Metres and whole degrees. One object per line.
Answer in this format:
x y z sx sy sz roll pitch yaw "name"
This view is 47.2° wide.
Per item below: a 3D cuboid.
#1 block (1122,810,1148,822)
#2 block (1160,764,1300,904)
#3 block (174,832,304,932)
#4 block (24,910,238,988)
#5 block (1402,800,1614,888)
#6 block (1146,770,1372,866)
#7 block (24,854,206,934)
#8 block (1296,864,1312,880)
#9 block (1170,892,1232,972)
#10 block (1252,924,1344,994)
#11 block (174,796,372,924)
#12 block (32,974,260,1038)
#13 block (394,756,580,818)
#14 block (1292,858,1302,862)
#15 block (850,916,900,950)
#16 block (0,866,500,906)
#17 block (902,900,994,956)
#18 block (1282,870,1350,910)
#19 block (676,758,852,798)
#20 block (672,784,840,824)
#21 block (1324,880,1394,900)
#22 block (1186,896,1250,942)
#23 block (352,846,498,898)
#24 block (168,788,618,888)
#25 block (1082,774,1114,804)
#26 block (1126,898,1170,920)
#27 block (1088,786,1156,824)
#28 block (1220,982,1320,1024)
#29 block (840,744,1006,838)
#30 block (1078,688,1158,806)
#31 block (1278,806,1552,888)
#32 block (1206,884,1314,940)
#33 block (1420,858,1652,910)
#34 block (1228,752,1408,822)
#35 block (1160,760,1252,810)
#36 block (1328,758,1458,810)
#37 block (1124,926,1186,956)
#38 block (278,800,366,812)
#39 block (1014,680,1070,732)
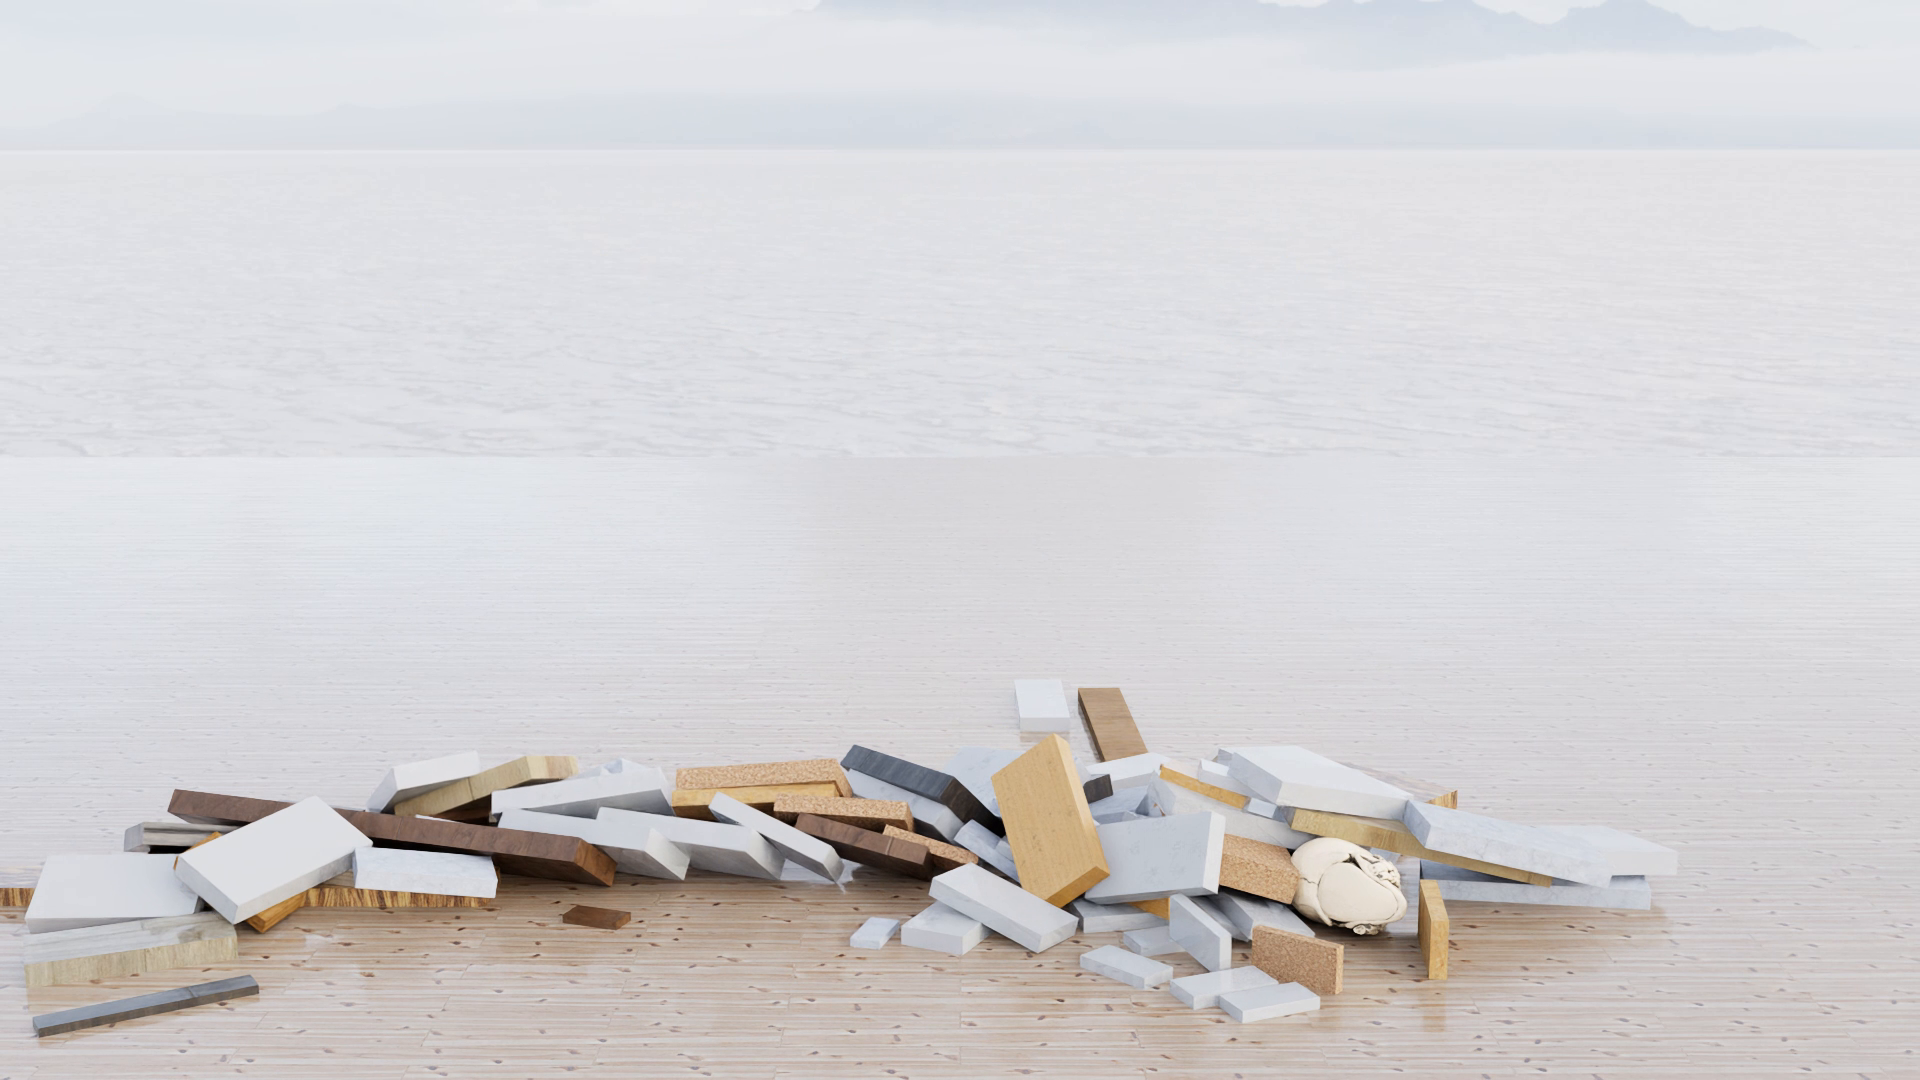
0.394 0.517 3.762 0.219 0.031 0.109 19 1 -26 "block"
0.439 0.485 3.684 0.178 0.050 0.457 16 10 -4 "block"
-1.157 0.548 3.528 0.185 0.026 0.093 32 29 11 "block"
-1.273 0.625 3.377 0.301 0.037 0.131 -5 11 -23 "block"
0.894 0.496 3.594 0.313 0.039 0.136 13 10 -6 "block"
0.496 0.460 3.651 0.352 0.040 0.141 15 10 -13 "block"
-1.345 0.567 3.529 0.261 0.037 0.130 0 41 -2 "block"
0.422 0.529 3.649 0.315 0.031 0.109 13 10 -23 "block"
0.365 0.602 3.349 0.020 0.071 0.142 -11 23 -24 "block"
0.503 0.626 3.282 0.142 0.071 0.020 8 13 37 "block"
-1.104 0.513 3.549 0.140 0.040 0.280 33 29 21 "block"
-1.176 0.673 3.183 0.305 0.014 0.049 -6 12 -31 "block"
-0.841 0.448 3.912 0.295 0.042 0.148 -21 -13 21 "block"
0.600 0.533 3.886 0.230 0.033 0.115 0 11 -2 "block"
-0.134 0.620 3.469 0.049 0.014 0.097 4 11 17 "block"
-1.309 0.576 3.660 1.065 0.031 0.110 0 11 0 "block"
0.003 0.604 3.509 0.107 0.030 0.214 5 12 26 "block"
0.574 0.578 3.624 0.117 0.017 0.059 -15 14 -15 "block"
-0.341 0.436 3.843 0.282 0.040 0.141 -5 -29 8 "block"
-0.350 0.462 3.818 0.282 0.029 0.103 -3 -29 5 "block"
0.658 0.583 3.662 0.117 0.017 0.058 0 11 0 "block"
0.404 0.597 3.493 0.065 0.018 0.130 20 5 -26 "block"
-0.871 0.540 3.576 0.221 0.031 0.110 8 9 -19 "block"
-0.981 0.510 3.777 0.803 0.042 0.148 4 -23 19 "block"
0.128 0.468 4.040 0.280 0.040 0.140 -8 3 43 "block"
0.294 0.553 3.529 0.021 0.073 0.146 -8 13 -36 "block"
0.272 0.484 3.928 0.122 0.035 0.245 -10 2 12 "block"
0.449 0.670 3.188 0.130 0.018 0.065 -5 11 -23 "block"
-0.066 0.452 3.879 0.320 0.160 0.045 10 58 55 "block"
0.328 0.425 4.486 0.092 0.026 0.893 0 11 -2 "block"
0.752 0.490 3.638 0.443 0.035 0.122 13 10 -5 "block"
0.474 0.593 3.496 0.105 0.030 0.211 14 7 -15 "block"
0.957 0.572 3.674 0.364 0.033 0.115 2 11 9 "block"
0.591 0.407 3.628 0.273 0.039 0.136 11 10 -31 "block"
0.408 0.404 3.639 0.146 0.021 0.073 20 10 16 "block"
0.734 0.476 4.143 0.178 0.050 0.356 -10 15 -44 "block"
0.328 0.624 3.436 0.130 0.018 0.065 -4 11 -20 "block"
-1.195 0.510 4.029 0.185 0.026 0.093 4 11 19 "block"
0.178 0.361 4.823 0.105 0.030 0.329 0 11 -1 "block"
